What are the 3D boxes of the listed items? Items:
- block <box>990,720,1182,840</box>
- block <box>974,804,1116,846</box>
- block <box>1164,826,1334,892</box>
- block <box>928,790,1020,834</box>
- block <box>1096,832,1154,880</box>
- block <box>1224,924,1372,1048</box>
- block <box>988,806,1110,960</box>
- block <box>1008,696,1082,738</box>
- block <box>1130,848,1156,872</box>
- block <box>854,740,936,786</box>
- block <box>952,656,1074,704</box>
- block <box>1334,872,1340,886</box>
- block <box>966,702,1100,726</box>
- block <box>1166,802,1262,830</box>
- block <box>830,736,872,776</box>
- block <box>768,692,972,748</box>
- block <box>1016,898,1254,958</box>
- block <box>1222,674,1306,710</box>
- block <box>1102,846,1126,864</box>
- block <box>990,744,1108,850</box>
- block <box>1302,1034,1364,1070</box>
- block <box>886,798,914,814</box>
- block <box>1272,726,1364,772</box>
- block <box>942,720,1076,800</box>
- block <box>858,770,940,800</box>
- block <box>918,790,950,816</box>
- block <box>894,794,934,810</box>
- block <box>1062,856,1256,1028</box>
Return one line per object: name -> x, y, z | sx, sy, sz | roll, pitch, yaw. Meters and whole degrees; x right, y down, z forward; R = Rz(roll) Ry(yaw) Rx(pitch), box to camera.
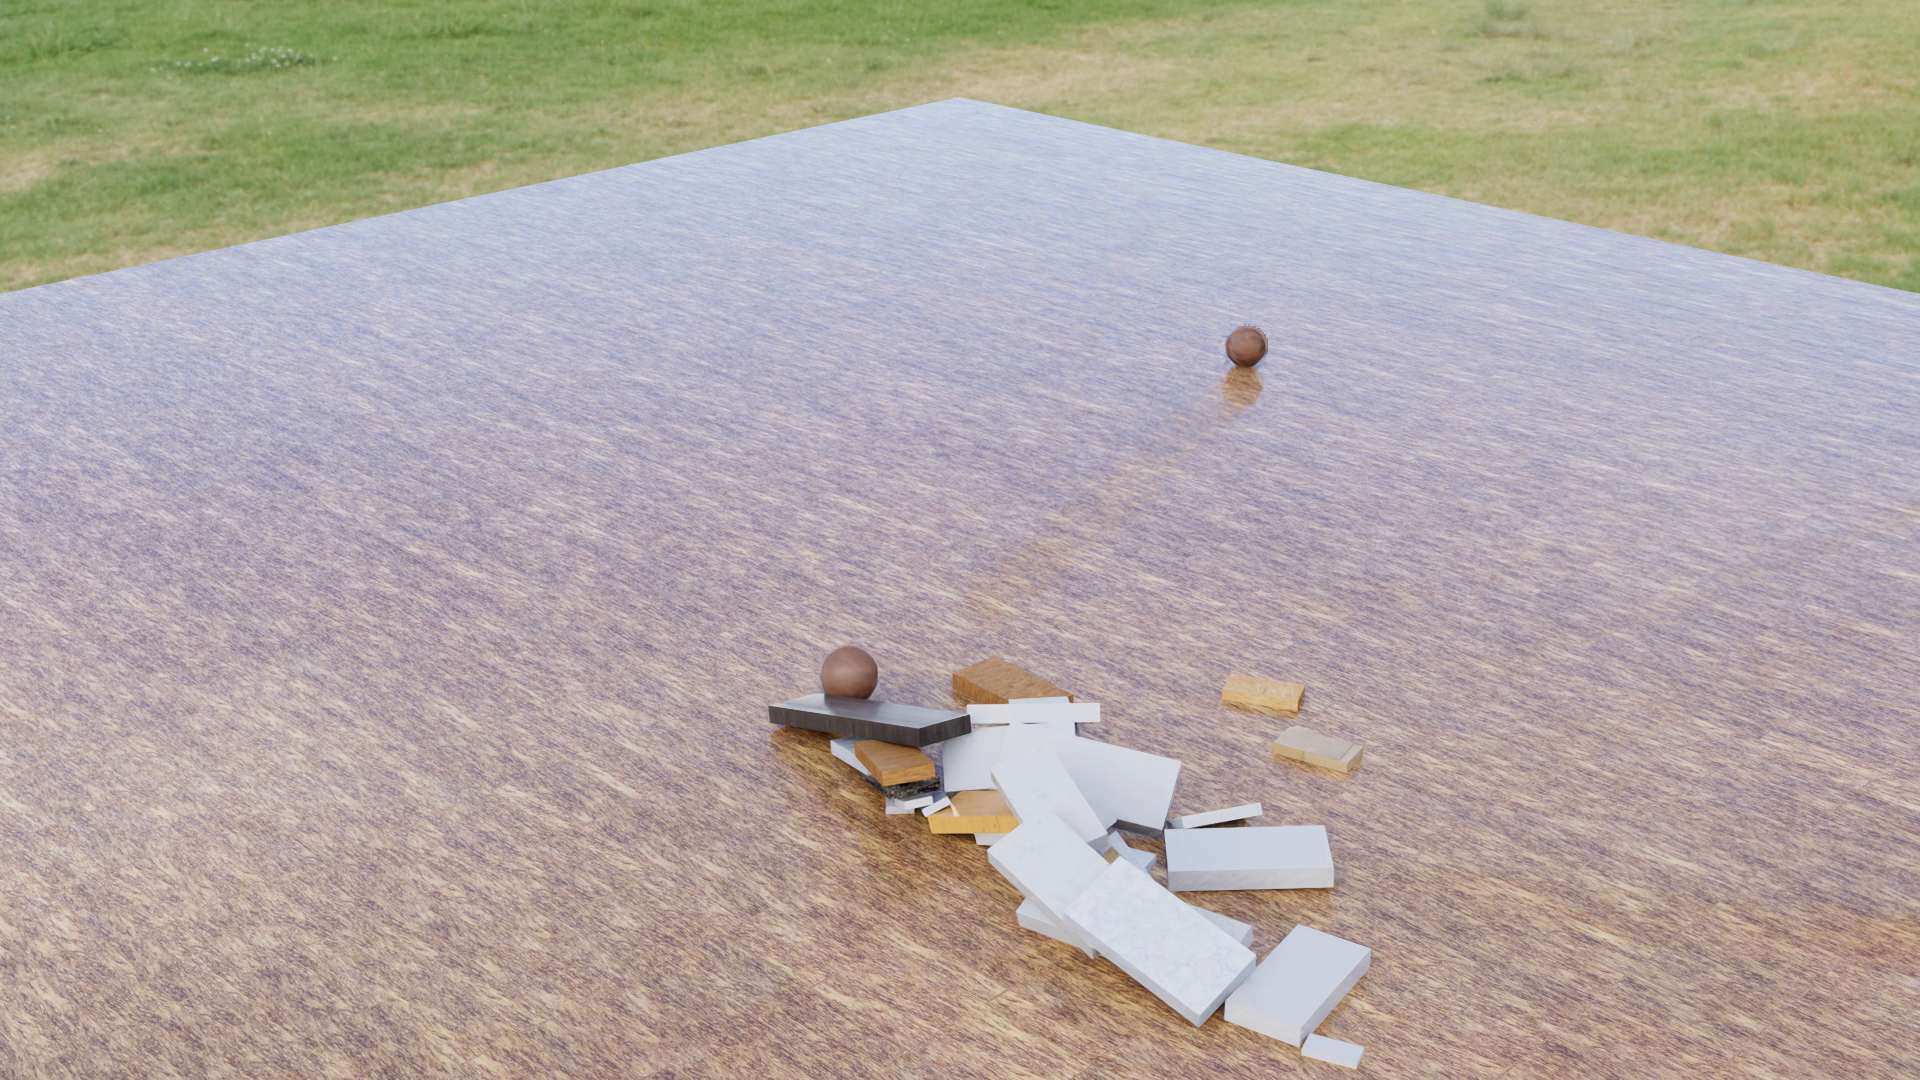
block -> 0.252, 0.481, 4.418 | 0.356, 0.044, 0.156 | 13, 60, 12
block -> 0.165, 0.557, 4.300 | 0.254, 0.036, 0.127 | -4, 16, 39
block -> 0.554, 0.613, 4.239 | 0.311, 0.044, 0.156 | -2, 23, 3
block -> 0.076, 0.535, 4.330 | 0.254, 0.036, 0.127 | -6, 15, 35
block -> 0.307, 0.624, 4.175 | 0.069, 0.020, 0.139 | -33, 50, -7
block -> 0.596, 0.781, 3.869 | 0.143, 0.041, 0.286 | 15, 27, 31
block -> 0.198, 0.624, 4.021 | 0.143, 0.041, 0.286 | -34, 53, -23
block -> 0.183, 0.409, 4.656 | 0.129, 0.037, 0.258 | -3, 23, -6
block -> 0.298, 0.613, 4.238 | 0.143, 0.020, 0.072 | 12, 25, 26
block -> -0.133, 0.441, 4.418 | 0.108, 0.030, 0.215 | -8, 13, -16
block -> 0.117, 0.338, 4.918 | 0.129, 0.037, 0.258 | -19, 30, -38
block -> 0.689, 0.638, 4.240 | 0.048, 0.014, 0.095 | -8, 24, -17
block -> 0.150, 0.364, 4.587 | 0.273, 0.039, 0.136 | -1, -7, -2
block -> 0.506, 0.552, 4.373 | 0.170, 0.024, 0.085 | -8, -10, -17
block -> -0.182, 0.444, 4.593 | 0.108, 0.030, 0.215 | -9, 10, -22
block -> -0.197, 0.376, 4.631 | 0.136, 0.039, 0.518 | -12, 9, -39
block -> 0.315, 0.701, 3.997 | 0.413, 0.041, 0.143 | 15, 47, 31
block -> 0.681, 0.340, 4.928 | 0.170, 0.024, 0.085 | 8, 24, 18
block -> 0.306, 0.645, 4.134 | 0.069, 0.020, 0.139 | -40, 51, -11
block -> 0.169, 0.507, 4.194 | 0.127, 0.036, 0.254 | -22, 45, -13
block -> 0.629, 0.863, 3.711 | 0.095, 0.014, 0.048 | 10, 25, 23
block -> -0.123, 0.524, 4.504 | 0.058, 0.016, 0.115 | -1, 23, -2
block -> 0.761, 0.446, 4.679 | 0.170, 0.024, 0.085 | 14, 27, 29
block -> 0.103, 0.450, 4.501 | 0.273, 0.039, 0.136 | -5, 60, 2
block -> -0.127, 0.483, 4.515 | 0.108, 0.030, 0.215 | -9, 10, -18
block -> -0.054, 0.529, 4.415 | 0.058, 0.016, 0.115 | -26, 4, -7
block -> -0.093, 0.522, 4.403 | 0.058, 0.016, 0.115 | -11, 0, -12
block -> 0.350, 0.705, 3.876 | 0.311, 0.044, 0.156 | 34, 59, 29
